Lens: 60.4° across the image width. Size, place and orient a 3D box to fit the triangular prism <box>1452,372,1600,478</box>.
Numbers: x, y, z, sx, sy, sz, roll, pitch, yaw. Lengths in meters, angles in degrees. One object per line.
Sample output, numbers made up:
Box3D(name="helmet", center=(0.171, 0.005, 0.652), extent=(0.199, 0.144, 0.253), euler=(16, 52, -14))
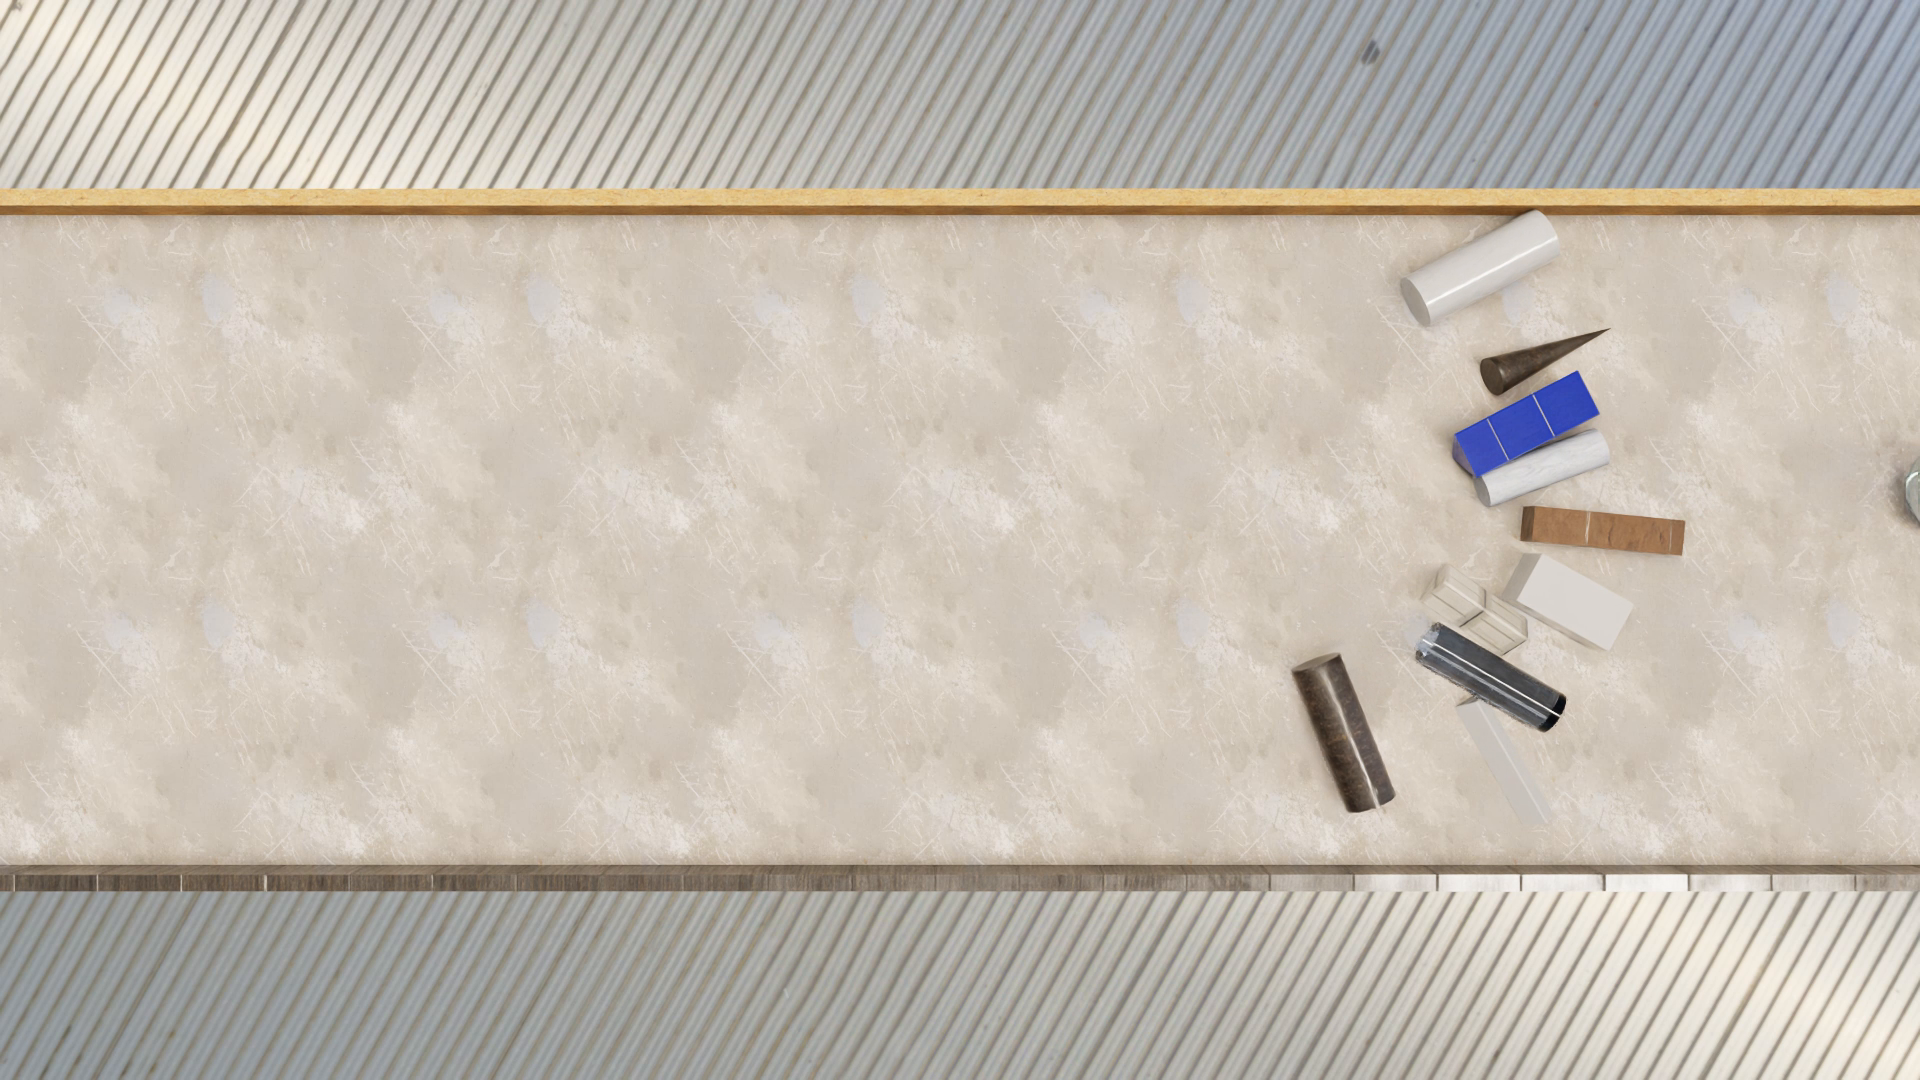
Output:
Box3D(name="triangular prism", center=(1.695, -0.364, 4.982), extent=(0.418, 0.146, 0.126), euler=(-28, 121, 0))

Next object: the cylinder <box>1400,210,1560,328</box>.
Box3D(name="cylinder", center=(1.573, -0.822, 4.992), extent=(0.441, 0.169, 0.169), euler=(-28, 90, 0))

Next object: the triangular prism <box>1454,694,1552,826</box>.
Box3D(name="triangular prism", center=(1.670, 0.673, 5.032), extent=(0.097, 0.084, 0.426), euler=(-30, 90, 0))

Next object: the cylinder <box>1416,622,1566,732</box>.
Box3D(name="cylinder", center=(1.611, 0.417, 5.009), extent=(0.438, 0.134, 0.134), euler=(30, 90, 0))

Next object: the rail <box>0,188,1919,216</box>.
Box3D(name="rail", center=(-2.247, -1.025, 5.002), extent=(12.000, 0.150, 0.050), euler=(0, 90, 0))

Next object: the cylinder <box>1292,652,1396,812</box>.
Box3D(name="cylinder", center=(1.164, 0.583, 4.999), extent=(0.154, 0.154, 0.460), euler=(-22, 90, 0))

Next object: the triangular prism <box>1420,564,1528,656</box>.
Box3D(name="triangular prism", center=(1.578, 0.213, 5.013), extent=(0.304, 0.121, 0.140), euler=(35, 90, 0))

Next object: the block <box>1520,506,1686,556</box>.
Box3D(name="block", center=(1.955, -0.028, 5.023), extent=(0.455, 0.106, 0.106), euler=(6, 90, 0))

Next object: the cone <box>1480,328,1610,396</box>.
Box3D(name="cone", center=(1.814, -0.575, 5.046), extent=(0.428, 0.121, 0.121), euler=(-22, 90, -8))

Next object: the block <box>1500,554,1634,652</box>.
Box3D(name="block", center=(1.835, 0.186, 4.996), extent=(0.314, 0.160, 0.160), euler=(29, 90, 0))

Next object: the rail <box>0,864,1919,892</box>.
Box3D(name="rail", center=(-2.247, 1.025, 5.001), extent=(12.000, 0.150, 0.050), euler=(0, 90, 0))

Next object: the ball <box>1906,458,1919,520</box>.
Box3D(name="ball", center=(2.993, -0.154, 4.931), extent=(0.290, 0.290, 0.290), euler=(0, 90, 0))

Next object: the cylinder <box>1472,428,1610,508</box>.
Box3D(name="cylinder", center=(1.767, -0.219, 5.017), extent=(0.383, 0.118, 0.118), euler=(-20, 90, 0))
